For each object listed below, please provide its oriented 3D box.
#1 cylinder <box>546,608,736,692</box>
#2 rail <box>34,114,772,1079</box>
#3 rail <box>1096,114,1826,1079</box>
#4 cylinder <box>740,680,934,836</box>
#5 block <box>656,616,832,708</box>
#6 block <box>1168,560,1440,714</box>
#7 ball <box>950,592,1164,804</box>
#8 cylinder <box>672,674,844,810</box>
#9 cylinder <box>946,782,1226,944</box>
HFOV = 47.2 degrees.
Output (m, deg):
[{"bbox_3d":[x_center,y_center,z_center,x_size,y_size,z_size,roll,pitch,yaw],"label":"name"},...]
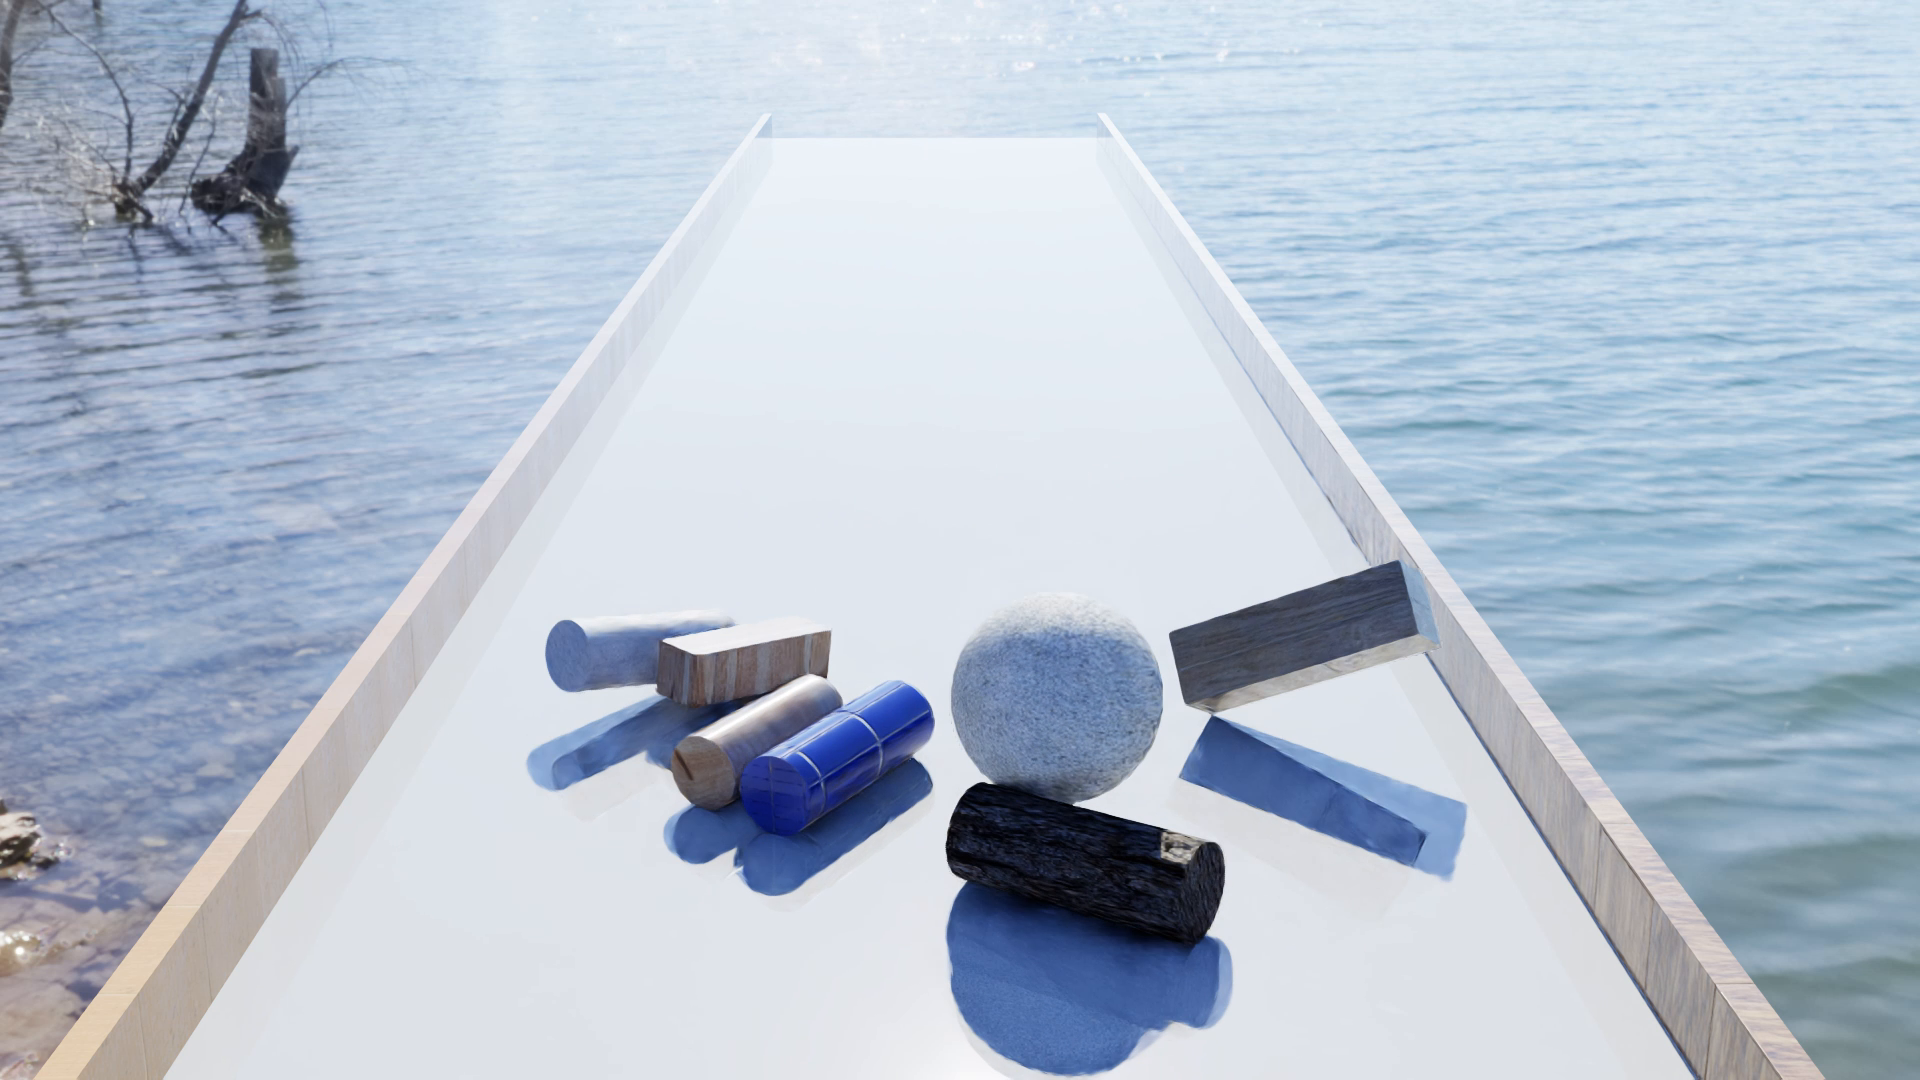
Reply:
[{"bbox_3d":[-0.598,0.208,4.179,0.135,0.135,0.366,15,12,41],"label":"cylinder"},{"bbox_3d":[-1.118,-0.838,7.780,0.050,0.150,12.000,0,17,-1],"label":"rail"},{"bbox_3d":[0.932,-0.844,7.801,0.050,0.150,12.000,0,17,-1],"label":"rail"},{"bbox_3d":[-0.203,0.366,3.753,0.139,0.139,0.407,9,19,27],"label":"cylinder"},{"bbox_3d":[-0.409,0.229,4.199,0.103,0.103,0.353,18,18,38],"label":"block"},{"bbox_3d":[0.623,0.180,3.999,0.450,0.139,0.139,-19,-20,23],"label":"block"},{"bbox_3d":[0.154,0.251,3.497,0.339,0.339,0.339,0,17,0],"label":"ball"},{"bbox_3d":[-0.346,0.348,3.825,0.132,0.132,0.342,9,19,29],"label":"cylinder"},{"bbox_3d":[0.187,0.485,3.324,0.399,0.154,0.154,11,20,32],"label":"cylinder"}]
